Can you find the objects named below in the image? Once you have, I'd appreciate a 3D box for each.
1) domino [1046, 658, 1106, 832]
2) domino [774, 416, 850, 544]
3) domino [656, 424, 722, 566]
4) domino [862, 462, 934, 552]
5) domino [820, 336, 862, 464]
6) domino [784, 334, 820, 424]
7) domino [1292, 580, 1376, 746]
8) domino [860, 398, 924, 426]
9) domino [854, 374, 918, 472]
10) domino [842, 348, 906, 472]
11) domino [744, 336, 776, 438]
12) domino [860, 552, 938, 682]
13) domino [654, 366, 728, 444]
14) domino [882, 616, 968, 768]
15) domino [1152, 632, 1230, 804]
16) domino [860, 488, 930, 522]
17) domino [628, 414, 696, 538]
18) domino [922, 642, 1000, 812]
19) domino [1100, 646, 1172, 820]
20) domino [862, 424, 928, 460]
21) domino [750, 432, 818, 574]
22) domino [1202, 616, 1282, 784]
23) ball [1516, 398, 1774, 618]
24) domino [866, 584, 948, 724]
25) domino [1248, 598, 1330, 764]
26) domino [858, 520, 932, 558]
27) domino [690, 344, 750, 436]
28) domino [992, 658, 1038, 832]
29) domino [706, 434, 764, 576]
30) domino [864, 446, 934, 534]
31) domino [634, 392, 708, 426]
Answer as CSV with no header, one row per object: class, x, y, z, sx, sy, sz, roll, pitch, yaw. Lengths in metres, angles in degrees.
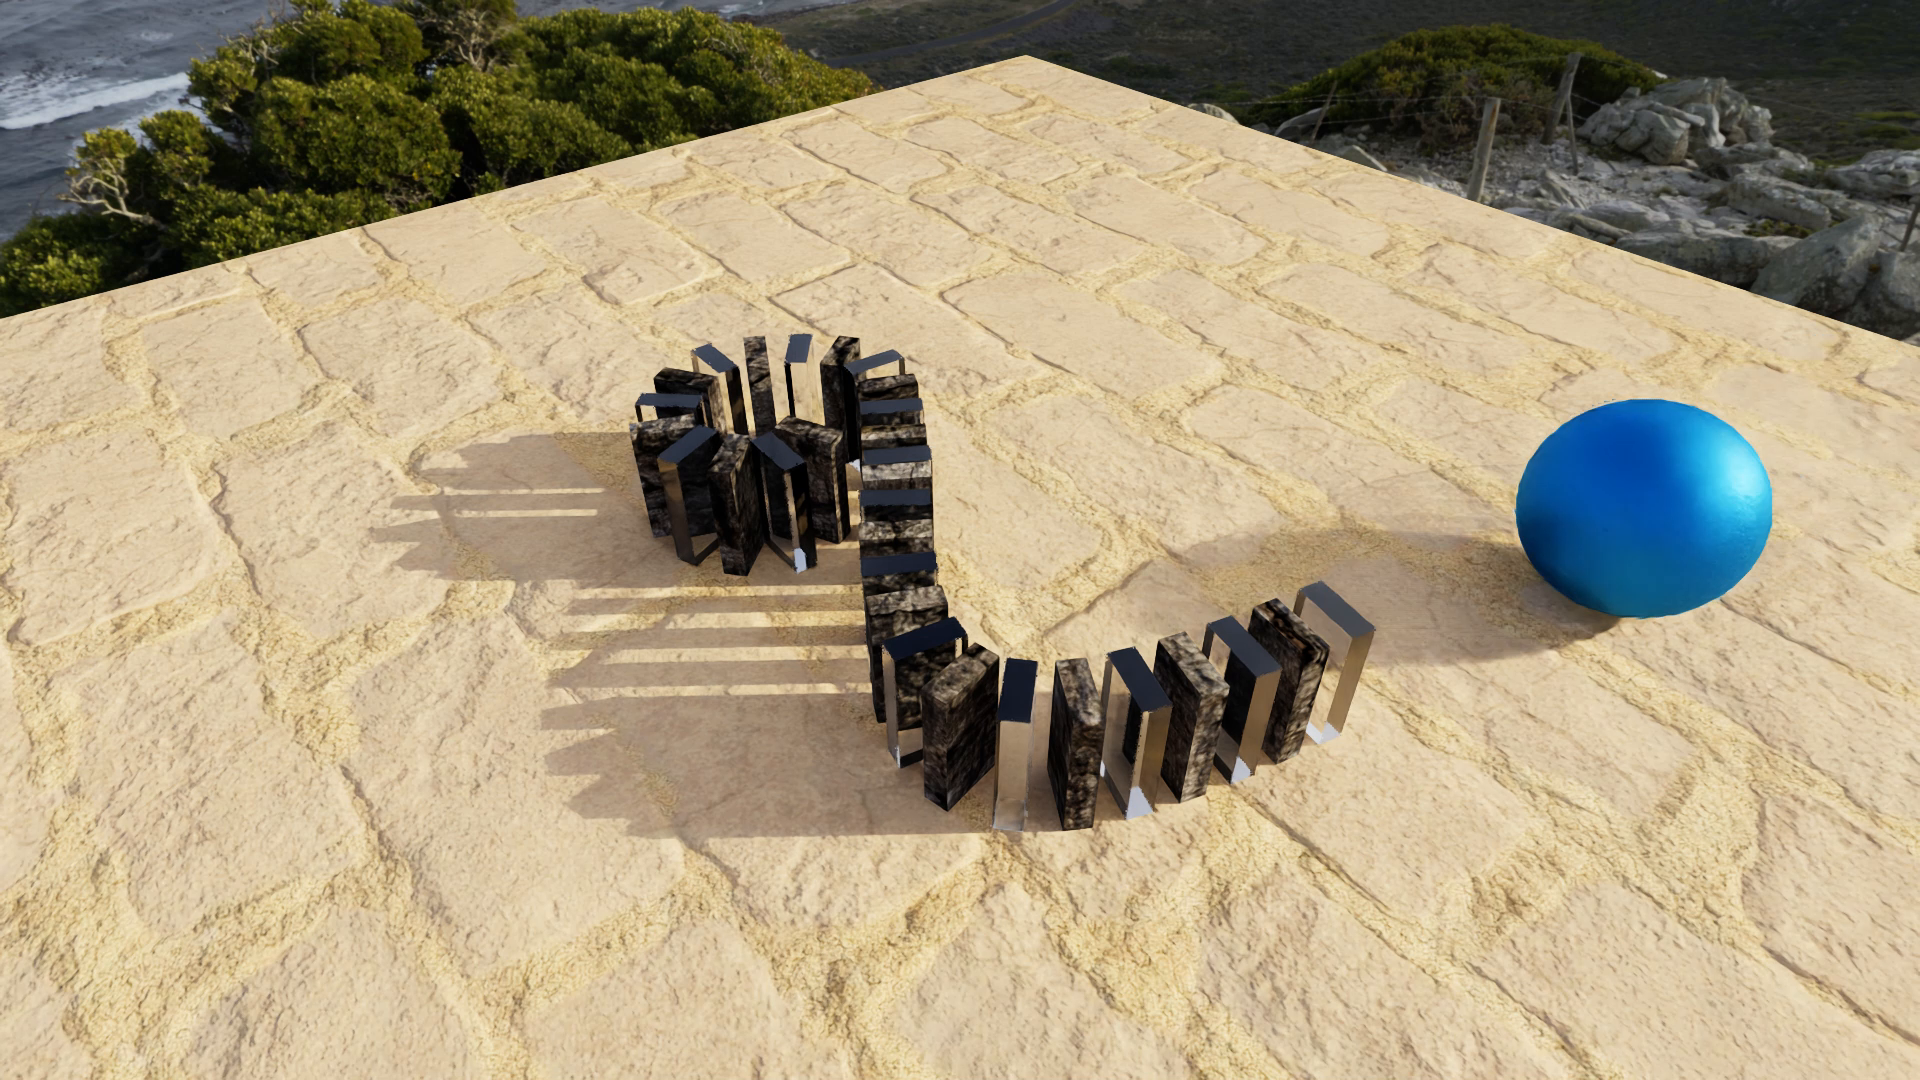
domino,0.035,0.063,0.335,0.009,0.050,0.025,-5,40,-6
domino,-0.059,-0.024,0.440,0.025,0.050,0.010,17,42,20
domino,-0.103,-0.017,0.432,0.010,0.050,0.025,19,43,22
domino,-0.023,-0.006,0.419,0.025,0.050,0.009,-4,40,-5
domino,-0.051,-0.062,0.487,0.010,0.050,0.025,9,40,11
domino,-0.069,-0.063,0.489,0.010,0.050,0.025,0,39,0
domino,0.118,0.041,0.362,0.010,0.050,0.025,-17,42,-20
domino,-0.027,-0.034,0.453,0.025,0.050,0.010,-4,40,-5
domino,-0.030,-0.045,0.467,0.025,0.050,0.010,-8,40,-10
domino,-0.036,-0.056,0.480,0.025,0.050,0.009,-23,44,-25
domino,-0.088,-0.062,0.487,0.010,0.050,0.025,-8,40,-9
domino,-0.020,0.027,0.378,0.025,0.050,0.010,-5,40,-6
domino,-0.113,-0.048,0.470,0.025,0.050,0.009,12,41,14
domino,-0.011,0.049,0.351,0.025,0.050,0.009,-18,43,-21
domino,0.069,0.056,0.343,0.009,0.050,0.025,-14,41,-17
domino,-0.023,0.004,0.406,0.025,0.050,0.010,-1,39,-1
domino,-0.115,-0.025,0.442,0.025,0.050,0.010,-11,41,-13
domino,0.000,0.058,0.340,0.009,0.050,0.025,28,47,29
domino,0.052,0.060,0.338,0.009,0.050,0.025,-12,41,-14
domino,-0.025,-0.022,0.439,0.025,0.050,0.009,-3,39,-4
domino,-0.068,-0.014,0.429,0.010,0.050,0.025,-26,46,-28
domino,0.086,0.051,0.349,0.009,0.050,0.025,-17,42,-20
ball,0.248,-0.011,0.402,0.080,0.080,0.080,0,39,0
domino,-0.017,0.038,0.364,0.025,0.050,0.010,-9,40,-11
domino,0.102,0.046,0.355,0.009,0.050,0.025,-18,43,-21
domino,-0.022,0.016,0.392,0.025,0.050,0.009,-3,39,-3
domino,-0.104,-0.058,0.482,0.009,0.050,0.025,-27,47,-29
domino,0.017,0.063,0.335,0.009,0.050,0.025,6,40,7
domino,-0.086,-0.013,0.428,0.009,0.050,0.025,7,40,8
domino,-0.023,-0.012,0.427,0.025,0.050,0.010,-5,40,-6
domino,-0.117,-0.037,0.456,0.025,0.050,0.009,3,39,3
